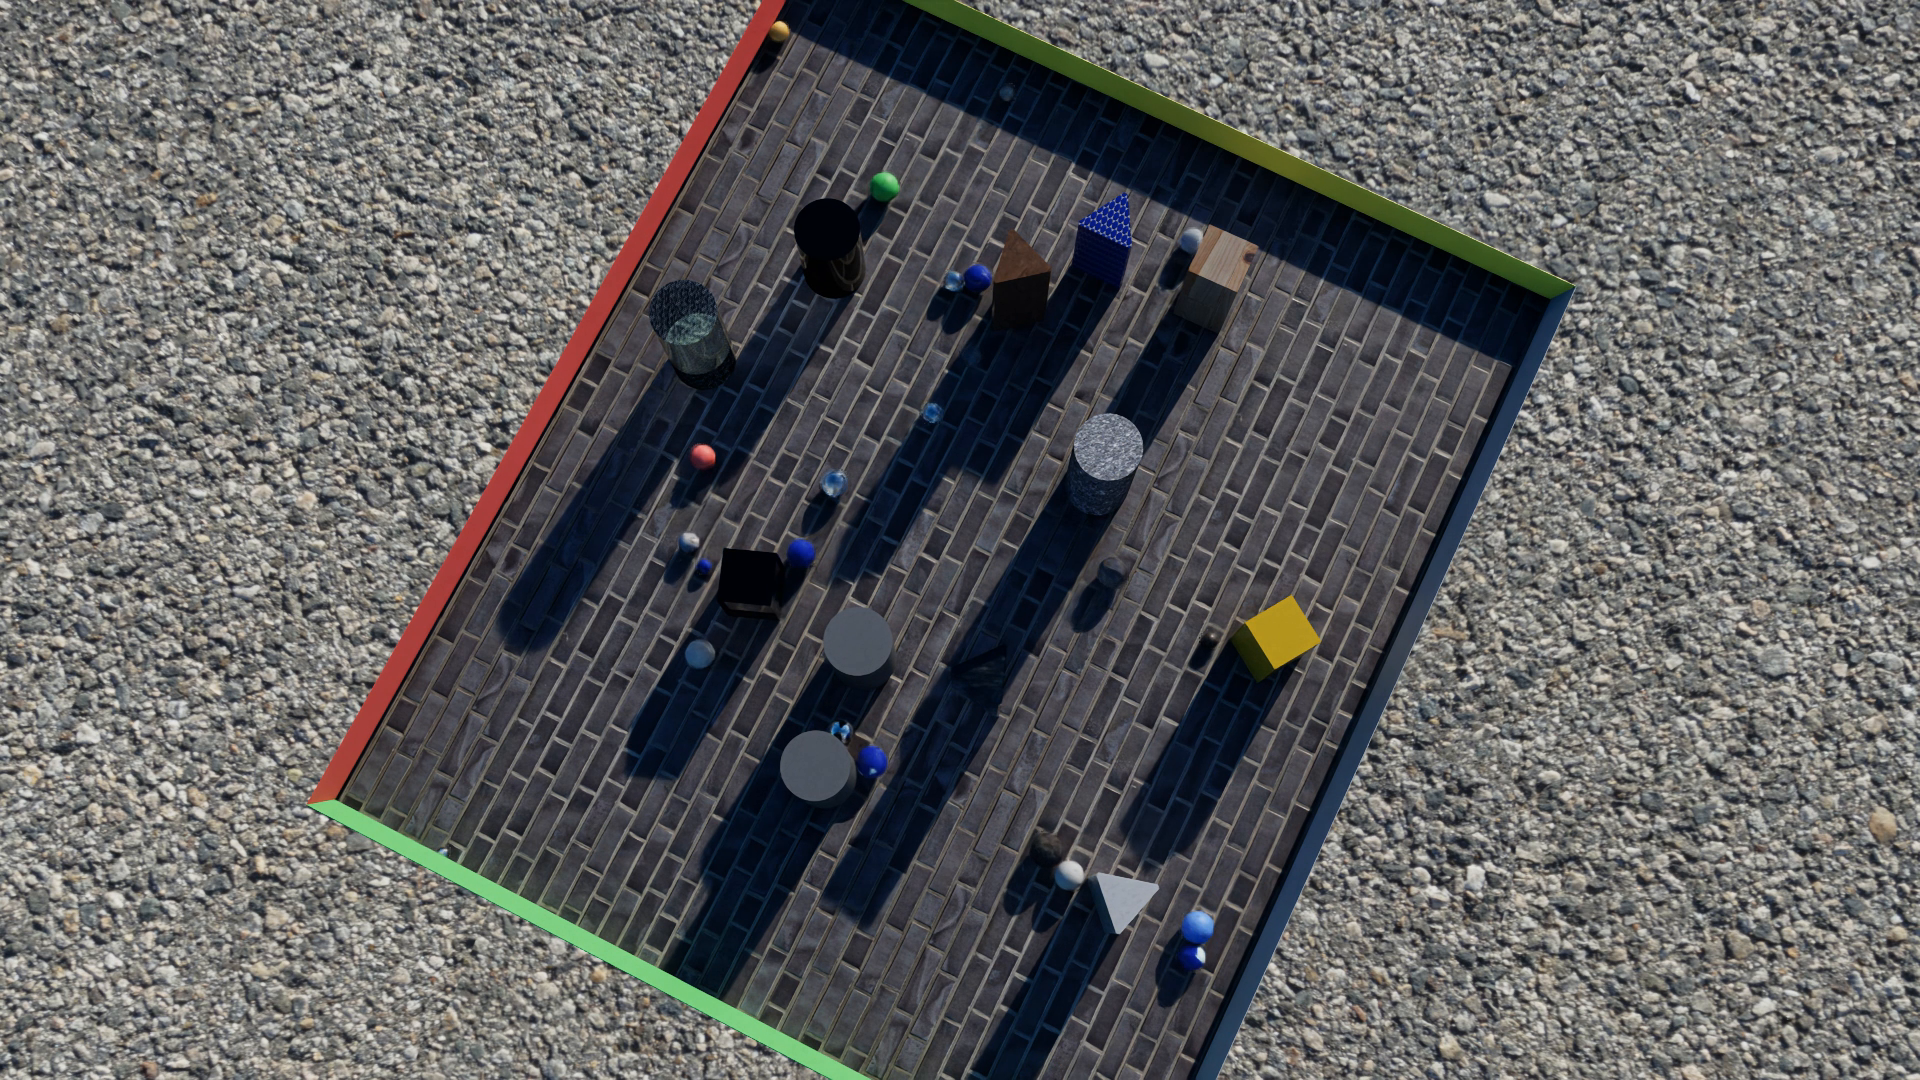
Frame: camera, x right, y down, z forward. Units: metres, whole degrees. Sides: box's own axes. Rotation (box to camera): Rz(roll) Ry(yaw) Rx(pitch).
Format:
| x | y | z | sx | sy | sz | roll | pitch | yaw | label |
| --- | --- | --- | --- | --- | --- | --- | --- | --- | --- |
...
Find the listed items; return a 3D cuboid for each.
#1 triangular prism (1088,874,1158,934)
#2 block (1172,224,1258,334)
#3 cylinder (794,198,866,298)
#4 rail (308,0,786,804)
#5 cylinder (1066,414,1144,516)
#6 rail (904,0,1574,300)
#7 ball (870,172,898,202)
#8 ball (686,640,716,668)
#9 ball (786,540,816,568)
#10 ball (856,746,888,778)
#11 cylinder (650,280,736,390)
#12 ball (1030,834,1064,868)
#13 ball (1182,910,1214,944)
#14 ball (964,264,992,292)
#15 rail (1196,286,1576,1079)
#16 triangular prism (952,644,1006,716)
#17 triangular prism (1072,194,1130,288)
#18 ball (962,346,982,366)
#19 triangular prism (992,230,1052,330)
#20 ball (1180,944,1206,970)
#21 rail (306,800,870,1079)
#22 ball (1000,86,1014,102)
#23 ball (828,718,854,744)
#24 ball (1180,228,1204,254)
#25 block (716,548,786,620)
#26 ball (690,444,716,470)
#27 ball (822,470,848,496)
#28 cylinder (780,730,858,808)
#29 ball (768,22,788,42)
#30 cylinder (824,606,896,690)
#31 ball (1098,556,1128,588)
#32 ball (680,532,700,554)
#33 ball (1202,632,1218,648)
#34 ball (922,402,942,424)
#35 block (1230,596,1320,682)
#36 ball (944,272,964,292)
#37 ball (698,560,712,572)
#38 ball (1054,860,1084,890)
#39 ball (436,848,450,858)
| x | y | z | sx | sy | sz | roll | pitch | yaw | label |
| --- | --- | --- | --- | --- | --- | --- | --- | --- | --- |
| 0.430 | 1.001 | 5.199 | 0.148 | 0.412 | 0.171 | 41 | 81 | 8 | triangular prism |
| 0.775 | -0.789 | 5.580 | 0.158 | 0.391 | 0.158 | 25 | 79 | 5 | block |
| -0.397 | -0.891 | 5.628 | 0.198 | 0.340 | 0.198 | 0 | 78 | 0 | cylinder |
| -1.183 | -0.572 | 5.668 | 0.045 | 0.128 | 3.120 | 26 | 80 | 5 | rail |
| 0.422 | -0.219 | 5.429 | 0.198 | 0.455 | 0.198 | 0 | 78 | 0 | cylinder |
| 0.687 | -1.339 | 5.827 | 2.692 | 0.128 | 0.045 | 26 | 80 | 5 | rail |
| -0.240 | -1.116 | 5.800 | 0.093 | 0.093 | 0.093 | 0 | 78 | 0 | ball |
| -0.779 | 0.342 | 5.501 | 0.088 | 0.088 | 0.088 | 0 | 78 | 0 | ball |
| -0.483 | 0.043 | 5.563 | 0.088 | 0.088 | 0.088 | 0 | 78 | 0 | ball |
| -0.262 | 0.657 | 5.433 | 0.094 | 0.094 | 0.094 | 0 | 78 | 0 | ball |
| -0.799 | -0.611 | 5.510 | 0.198 | 0.457 | 0.198 | 0 | 78 | 0 | cylinder |
| 0.256 | 0.911 | 5.378 | 0.099 | 0.099 | 0.099 | 0 | 78 | 0 | ball |
| 0.692 | 1.127 | 5.335 | 0.094 | 0.094 | 0.094 | 0 | 78 | 0 | ball |
| 0.056 | -0.819 | 5.741 | 0.088 | 0.088 | 0.088 | 0 | 78 | 0 | ball |
| 1.183 | 0.586 | 5.429 | 0.045 | 0.128 | 3.120 | 26 | 80 | 5 | rail |
| 0.087 | 0.391 | 5.360 | 0.171 | 0.345 | 0.148 | 35 | 80 | 7 | triangular prism |
| 0.462 | -0.934 | 5.628 | 0.171 | 0.357 | 0.148 | 26 | 80 | 5 | triangular prism |
| 0.036 | -0.573 | 5.704 | 0.061 | 0.061 | 0.061 | 0 | 78 | 0 | ball |
| 0.166 | -0.792 | 5.551 | 0.171 | 0.449 | 0.148 | -13 | 79 | -3 | triangular prism |
| 0.676 | 1.212 | 5.326 | 0.077 | 0.077 | 0.077 | 0 | 78 | 0 | ball |
| -0.687 | 1.352 | 5.270 | 2.692 | 0.128 | 0.045 | 26 | 80 | 5 | rail |
| 0.151 | -1.435 | 5.888 | 0.049 | 0.049 | 0.049 | 0 | 78 | 0 | ball |
| -0.356 | 0.570 | 5.459 | 0.077 | 0.077 | 0.077 | 0 | 78 | 0 | ball |
| 0.733 | -0.941 | 5.771 | 0.079 | 0.079 | 0.079 | 0 | 78 | 0 | ball |
| -0.618 | 0.134 | 5.452 | 0.158 | 0.268 | 0.158 | 6 | 78 | 1 | block |
| -0.788 | -0.253 | 5.628 | 0.080 | 0.080 | 0.080 | 0 | 78 | 0 | ball |
| -0.383 | -0.174 | 5.612 | 0.080 | 0.080 | 0.080 | 0 | 78 | 0 | ball |
| -0.405 | 0.667 | 5.297 | 0.198 | 0.356 | 0.198 | 0 | 78 | 0 | cylinder |
| -0.587 | -1.641 | 5.923 | 0.065 | 0.065 | 0.065 | 0 | 78 | 0 | ball |
| -0.290 | 0.322 | 5.375 | 0.198 | 0.343 | 0.198 | 0 | 78 | 0 | cylinder |
| 0.463 | 0.098 | 5.548 | 0.094 | 0.094 | 0.094 | 0 | 78 | 0 | ball |
| -0.823 | 0.009 | 5.583 | 0.063 | 0.063 | 0.063 | 0 | 78 | 0 | ball |
| 0.755 | 0.302 | 5.529 | 0.048 | 0.048 | 0.048 | 0 | 78 | 0 | ball |
| -0.085 | -0.393 | 5.666 | 0.063 | 0.063 | 0.063 | 0 | 78 | 0 | ball |
| 0.925 | 0.295 | 5.396 | 0.158 | 0.312 | 0.158 | -30 | 80 | -6 | block |
| -0.021 | -0.812 | 5.752 | 0.063 | 0.063 | 0.063 | 0 | 78 | 0 | ball |
| -0.778 | 0.080 | 5.579 | 0.042 | 0.042 | 0.042 | 0 | 78 | 0 | ball |
| 0.321 | 0.982 | 5.369 | 0.087 | 0.087 | 0.087 | 0 | 78 | 0 | ball |
| -1.526 | 0.927 | 5.402 | 0.044 | 0.044 | 0.044 | 0 | 78 | 0 | ball |
